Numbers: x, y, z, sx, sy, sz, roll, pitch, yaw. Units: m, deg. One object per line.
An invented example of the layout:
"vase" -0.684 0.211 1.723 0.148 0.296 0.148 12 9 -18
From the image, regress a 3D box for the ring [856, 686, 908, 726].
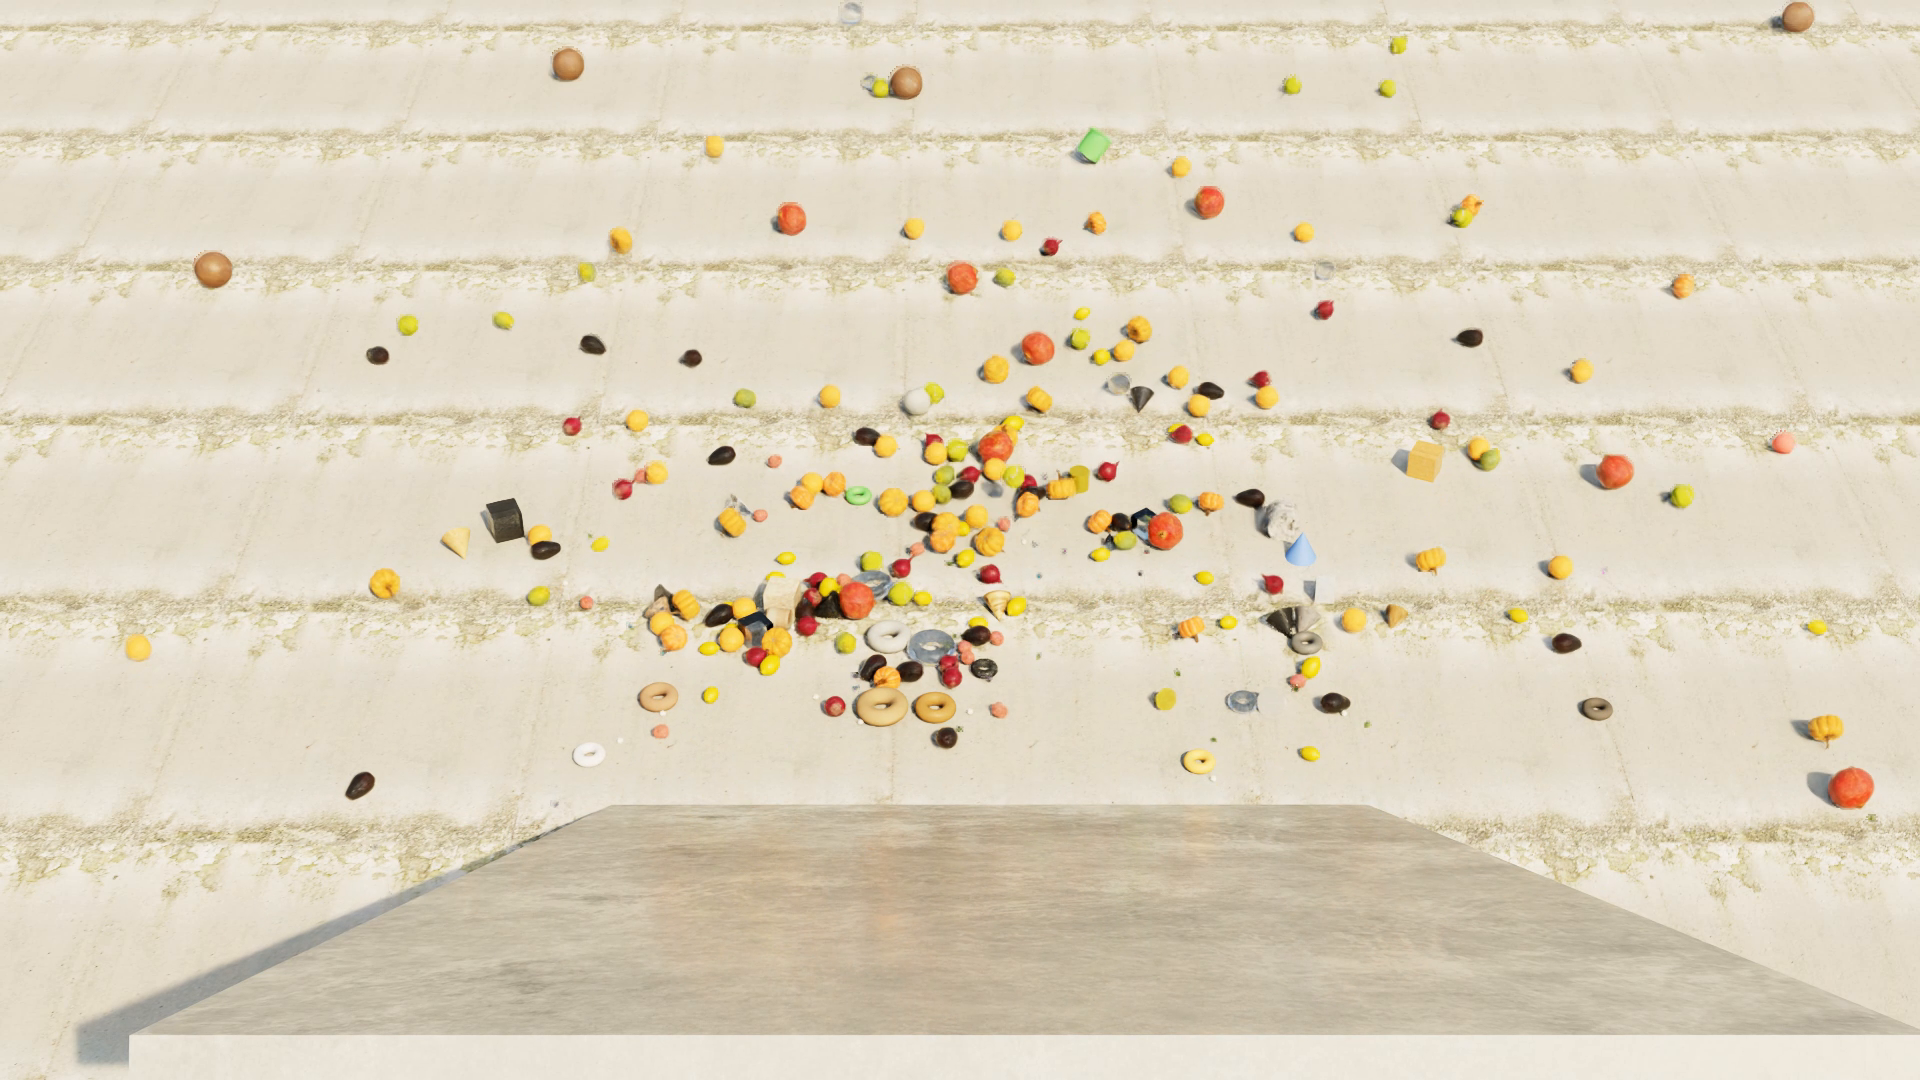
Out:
"ring" -0.219 0.467 7.292 0.149 0.050 0.149 -1 35 1

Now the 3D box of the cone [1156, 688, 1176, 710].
"cone" 0.566 0.444 7.340 0.066 0.066 0.066 -18 13 -23

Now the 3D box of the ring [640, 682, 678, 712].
"ring" -0.850 0.443 7.335 0.111 0.037 0.111 -1 37 1

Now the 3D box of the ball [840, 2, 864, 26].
"ball" -0.457 -2.218 10.950 0.098 0.098 0.098 0 36 0

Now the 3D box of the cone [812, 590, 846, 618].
"cone" -0.397 0.207 7.656 0.094 0.094 0.094 -24 34 12

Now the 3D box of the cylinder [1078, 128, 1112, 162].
"cylinder" 0.514 -1.509 9.942 0.095 0.095 0.095 34 15 -11

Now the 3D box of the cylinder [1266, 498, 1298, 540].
"cylinder" 0.991 -0.064 7.984 0.094 0.094 0.094 2 36 3

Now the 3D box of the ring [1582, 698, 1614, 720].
"ring" 1.790 0.474 7.299 0.087 0.029 0.087 -1 35 1

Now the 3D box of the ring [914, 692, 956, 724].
"ring" -0.069 0.470 7.297 0.117 0.039 0.117 1 36 -1

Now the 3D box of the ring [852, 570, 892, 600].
"ring" -0.262 0.134 7.758 0.123 0.041 0.123 -1 36 1

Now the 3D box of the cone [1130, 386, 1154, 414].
"cone" 0.594 -0.452 8.569 0.081 0.081 0.081 6 63 8

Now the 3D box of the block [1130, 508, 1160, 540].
"block" 0.570 -0.049 7.990 0.064 0.064 0.064 -26 43 -31

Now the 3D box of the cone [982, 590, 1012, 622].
"cone" 0.113 0.204 7.663 0.085 0.085 0.085 -3 63 -4

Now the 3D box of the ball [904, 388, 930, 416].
"ball" -0.141 -0.452 8.523 0.090 0.090 0.090 0 36 0

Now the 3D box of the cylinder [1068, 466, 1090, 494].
"cylinder" 0.375 -0.191 8.186 0.064 0.064 0.064 0 36 0

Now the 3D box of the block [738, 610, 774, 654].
"block" -0.593 0.266 7.545 0.076 0.076 0.076 -24 42 -29

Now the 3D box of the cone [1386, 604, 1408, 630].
"cone" 1.272 0.236 7.626 0.068 0.068 0.068 14 65 18

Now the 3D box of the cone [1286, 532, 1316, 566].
"cone" 1.036 0.013 7.877 0.096 0.096 0.096 0 36 0

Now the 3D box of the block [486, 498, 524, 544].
"block" -1.396 -0.060 7.982 0.090 0.090 0.090 -14 38 -18

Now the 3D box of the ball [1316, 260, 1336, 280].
"ball" 1.298 -0.958 9.236 0.070 0.070 0.070 0 36 0

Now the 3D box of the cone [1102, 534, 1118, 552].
"cone" 0.456 -0.001 7.935 0.050 0.050 0.050 0 36 0

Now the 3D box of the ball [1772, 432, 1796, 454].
"ball" 2.645 -0.309 8.343 0.070 0.070 0.070 0 36 0

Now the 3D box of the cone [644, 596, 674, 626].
"cone" -0.866 0.225 7.635 0.085 0.085 0.085 46 51 12

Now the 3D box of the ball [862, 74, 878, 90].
"ball" -0.362 -1.844 10.466 0.060 0.060 0.060 0 36 0

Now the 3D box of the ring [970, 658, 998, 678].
"ring" 0.070 0.368 7.448 0.079 0.026 0.079 1 37 -1

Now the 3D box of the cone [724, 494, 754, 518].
"cone" -0.677 -0.093 8.073 0.082 0.082 0.082 18 31 -22

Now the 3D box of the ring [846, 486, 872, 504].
"ring" -0.318 -0.140 8.146 0.083 0.028 0.083 1 37 -1

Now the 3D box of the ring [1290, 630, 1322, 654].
"ring" 1.005 0.298 7.539 0.094 0.031 0.094 -1 36 1

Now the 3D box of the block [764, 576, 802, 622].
"block" -0.523 0.174 7.659 0.091 0.091 0.091 6 36 8

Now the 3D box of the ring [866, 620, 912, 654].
"ring" -0.205 0.281 7.554 0.132 0.044 0.132 -1 36 1

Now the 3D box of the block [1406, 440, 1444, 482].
"block" 1.476 -0.250 8.248 0.087 0.087 0.087 16 39 21

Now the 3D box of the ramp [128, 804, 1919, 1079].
"ramp" 0.079 0.674 4.878 2.000 0.100 4.000 0 -2 0

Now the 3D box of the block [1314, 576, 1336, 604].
"block" 1.085 0.147 7.725 0.057 0.057 0.057 4 36 5

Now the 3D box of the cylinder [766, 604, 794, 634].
"cylinder" -0.529 0.231 7.604 0.065 0.065 0.065 26 40 5

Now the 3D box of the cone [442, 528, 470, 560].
"cone" -1.519 0.024 7.909 0.091 0.091 0.091 -16 65 -20

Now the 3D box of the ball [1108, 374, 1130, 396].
"ball" 0.530 -0.515 8.624 0.073 0.073 0.073 0 36 0

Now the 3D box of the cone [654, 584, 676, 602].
"cone" -0.868 0.166 7.725 0.061 0.061 0.061 11 27 -34

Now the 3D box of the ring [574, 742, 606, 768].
"ring" -1.018 0.589 7.140 0.089 0.030 0.089 -1 37 1

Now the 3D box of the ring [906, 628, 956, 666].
"ring" -0.083 0.311 7.509 0.143 0.048 0.143 0 37 0

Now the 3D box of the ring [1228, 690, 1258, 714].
"ring" 0.798 0.456 7.324 0.088 0.029 0.088 0 37 0

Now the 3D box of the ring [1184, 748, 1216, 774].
"ring" 0.656 0.606 7.117 0.088 0.029 0.088 1 37 0

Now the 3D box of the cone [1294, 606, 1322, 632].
"cone" 1.003 0.248 7.603 0.083 0.083 0.083 16 66 21
